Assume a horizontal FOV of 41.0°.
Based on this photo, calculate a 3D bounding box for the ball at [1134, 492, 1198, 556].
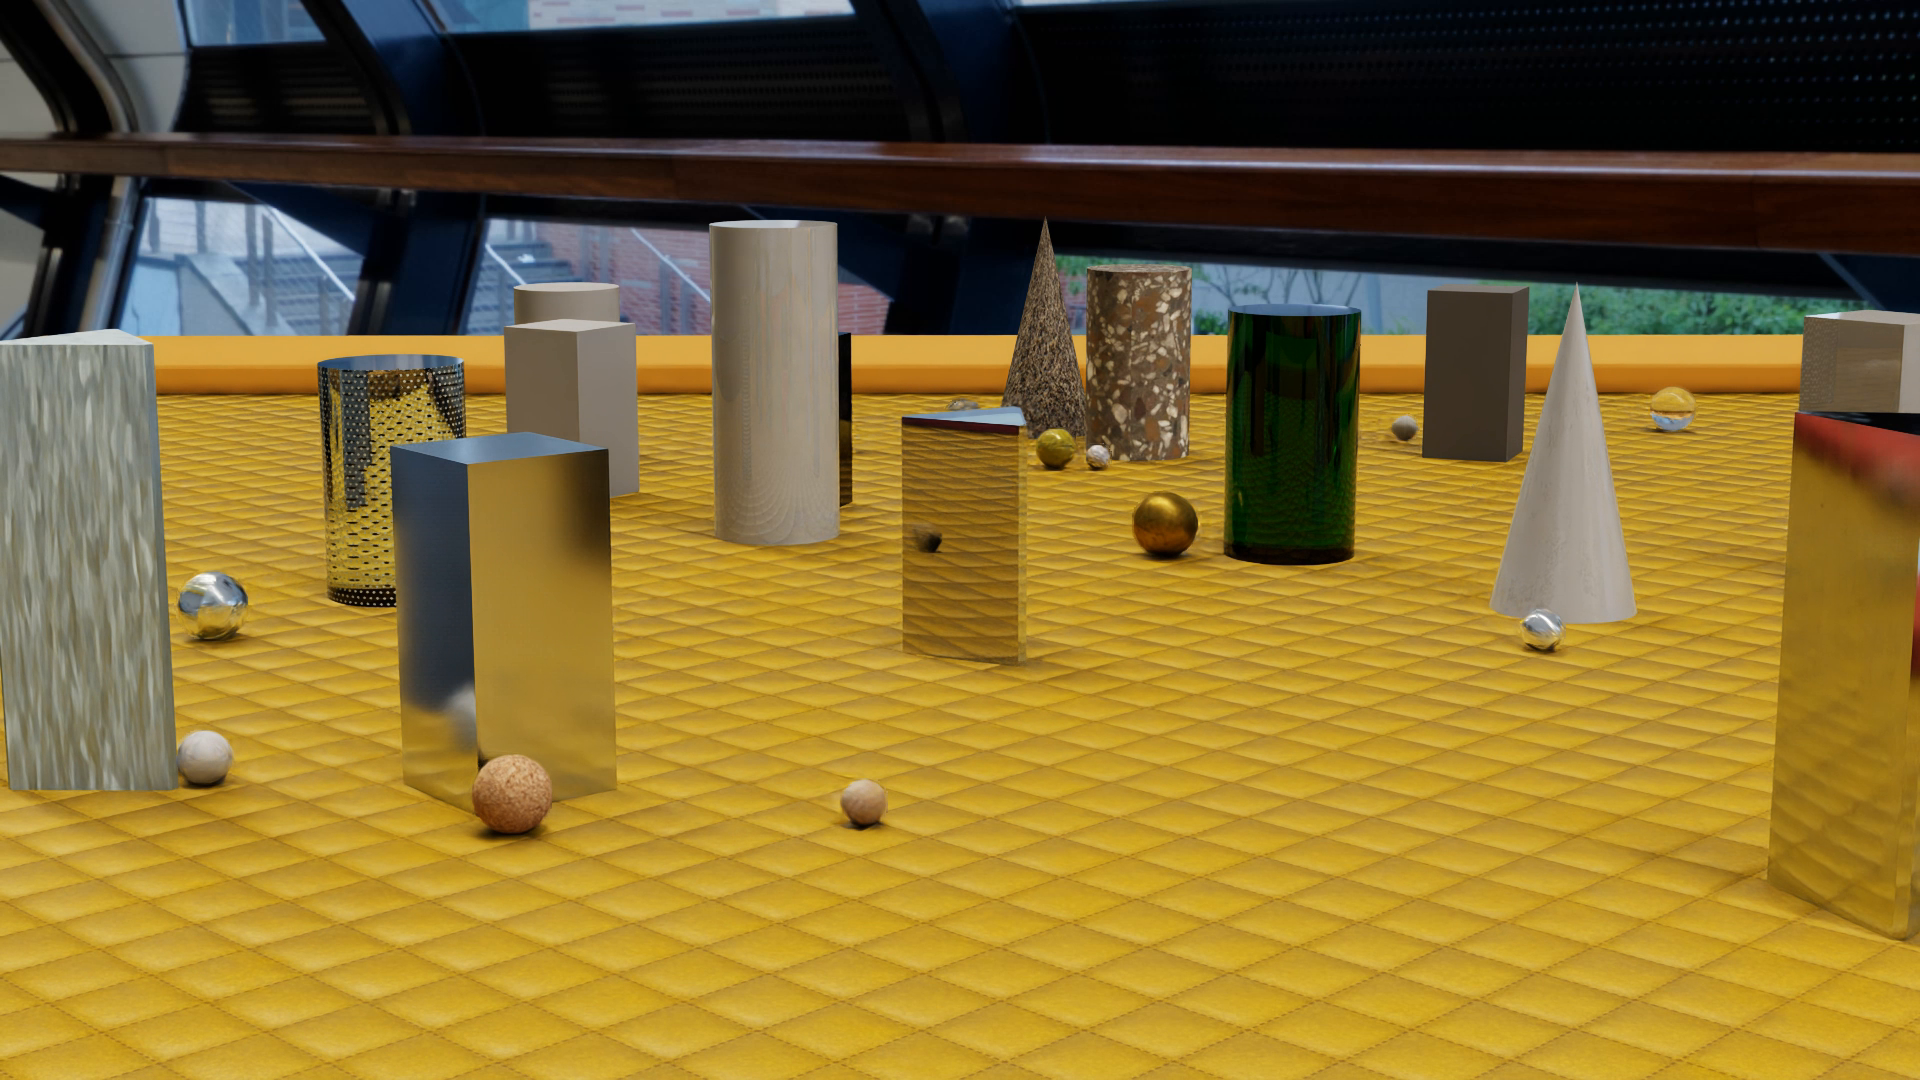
[{"bbox_3d":[0.308,-0.023,3.844,0.097,0.097,0.097,0,10,0],"label":"ball"}]

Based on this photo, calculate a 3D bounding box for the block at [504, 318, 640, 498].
[{"bbox_3d":[-0.663,-0.222,4.385,0.158,0.291,0.158,6,12,30],"label":"block"}]

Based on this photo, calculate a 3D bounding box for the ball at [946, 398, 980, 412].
[{"bbox_3d":[0.008,-0.243,5.091,0.075,0.075,0.075,0,10,0],"label":"ball"}]

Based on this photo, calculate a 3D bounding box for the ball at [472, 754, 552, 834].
[{"bbox_3d":[-0.430,0.244,2.461,0.076,0.076,0.076,0,10,0],"label":"ball"}]

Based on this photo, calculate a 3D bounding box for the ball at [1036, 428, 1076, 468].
[{"bbox_3d":[0.175,-0.167,4.686,0.073,0.073,0.073,0,10,0],"label":"ball"}]

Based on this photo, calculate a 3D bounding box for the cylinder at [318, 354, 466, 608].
[{"bbox_3d":[-0.783,-0.086,3.556,0.197,0.324,0.197,0,10,0],"label":"cylinder"}]

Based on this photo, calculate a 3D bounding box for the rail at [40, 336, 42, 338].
[{"bbox_3d":[-2.015,0.035,3.437,0.045,0.128,4.698,0,10,0],"label":"rail"}]

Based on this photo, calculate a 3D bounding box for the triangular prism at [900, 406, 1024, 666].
[{"bbox_3d":[0.037,-0.011,3.222,0.171,0.298,0.148,6,12,28],"label":"triangular prism"}]

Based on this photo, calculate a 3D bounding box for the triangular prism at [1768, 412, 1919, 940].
[{"bbox_3d":[0.787,0.107,2.232,0.148,0.428,0.171,8,13,38],"label":"triangular prism"}]

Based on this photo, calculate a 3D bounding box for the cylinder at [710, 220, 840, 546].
[{"bbox_3d":[-0.287,-0.248,3.991,0.197,0.485,0.197,0,10,0],"label":"cylinder"}]

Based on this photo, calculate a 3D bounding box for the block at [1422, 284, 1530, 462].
[{"bbox_3d":[0.972,-0.317,4.832,0.158,0.314,0.158,4,11,23],"label":"block"}]

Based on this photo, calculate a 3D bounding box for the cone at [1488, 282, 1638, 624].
[{"bbox_3d":[0.818,-0.125,3.444,0.197,0.443,0.197,0,10,0],"label":"cone"}]

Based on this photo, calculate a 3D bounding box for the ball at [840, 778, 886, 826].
[{"bbox_3d":[-0.093,0.254,2.488,0.045,0.045,0.045,0,10,0],"label":"ball"}]

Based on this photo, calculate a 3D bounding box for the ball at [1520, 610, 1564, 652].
[{"bbox_3d":[0.732,0.113,3.226,0.053,0.053,0.053,0,10,0],"label":"ball"}]

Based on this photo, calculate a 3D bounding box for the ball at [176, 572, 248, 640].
[{"bbox_3d":[-0.956,0.084,3.285,0.089,0.089,0.089,0,10,0],"label":"ball"}]

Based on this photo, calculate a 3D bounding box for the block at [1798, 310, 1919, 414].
[{"bbox_3d":[1.305,-0.129,3.650,0.158,0.376,0.158,-8,13,-37],"label":"block"}]

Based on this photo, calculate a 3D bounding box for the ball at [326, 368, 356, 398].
[{"bbox_3d":[-1.374,-0.349,5.694,0.062,0.062,0.062,0,10,0],"label":"ball"}]

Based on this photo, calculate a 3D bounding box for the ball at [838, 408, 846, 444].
[{"bbox_3d":[-0.263,-0.217,4.898,0.094,0.094,0.094,0,10,0],"label":"ball"}]

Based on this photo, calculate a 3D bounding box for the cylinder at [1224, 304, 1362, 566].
[{"bbox_3d":[0.497,-0.161,3.843,0.197,0.368,0.197,0,10,0],"label":"cylinder"}]

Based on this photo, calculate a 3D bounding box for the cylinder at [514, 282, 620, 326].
[{"bbox_3d":[-0.740,-0.322,4.855,0.197,0.315,0.197,0,10,0],"label":"cylinder"}]

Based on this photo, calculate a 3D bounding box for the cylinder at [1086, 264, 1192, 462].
[{"bbox_3d":[0.336,-0.337,4.842,0.197,0.351,0.197,0,10,0],"label":"cylinder"}]

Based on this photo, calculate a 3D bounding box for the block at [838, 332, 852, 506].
[{"bbox_3d":[-0.282,-0.197,4.259,0.158,0.287,0.158,4,11,19],"label":"block"}]

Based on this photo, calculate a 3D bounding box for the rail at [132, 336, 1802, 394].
[{"bbox_3d":[-0.013,-0.391,5.735,4.077,0.128,0.045,0,10,0],"label":"rail"}]

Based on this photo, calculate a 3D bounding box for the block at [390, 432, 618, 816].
[{"bbox_3d":[-0.460,0.080,2.591,0.158,0.350,0.158,-9,14,-39],"label":"block"}]

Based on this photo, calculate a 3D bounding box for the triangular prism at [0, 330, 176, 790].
[{"bbox_3d":[-0.883,0.017,2.644,0.171,0.455,0.148,0,10,1],"label":"triangular prism"}]

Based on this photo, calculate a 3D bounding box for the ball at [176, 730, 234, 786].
[{"bbox_3d":[-0.773,0.223,2.627,0.056,0.056,0.056,0,10,0],"label":"ball"}]

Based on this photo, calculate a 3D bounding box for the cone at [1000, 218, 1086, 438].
[{"bbox_3d":[0.169,-0.431,5.121,0.197,0.432,0.197,0,10,0],"label":"cone"}]

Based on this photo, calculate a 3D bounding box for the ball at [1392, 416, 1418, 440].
[{"bbox_3d":[0.874,-0.220,5.038,0.049,0.049,0.049,0,10,0],"label":"ball"}]

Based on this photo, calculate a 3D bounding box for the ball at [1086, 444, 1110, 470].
[{"bbox_3d":[0.251,-0.151,4.681,0.044,0.044,0.044,0,10,0],"label":"ball"}]

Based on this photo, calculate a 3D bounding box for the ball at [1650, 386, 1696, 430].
[{"bbox_3d":[1.435,-0.264,5.167,0.088,0.088,0.088,0,10,0],"label":"ball"}]
